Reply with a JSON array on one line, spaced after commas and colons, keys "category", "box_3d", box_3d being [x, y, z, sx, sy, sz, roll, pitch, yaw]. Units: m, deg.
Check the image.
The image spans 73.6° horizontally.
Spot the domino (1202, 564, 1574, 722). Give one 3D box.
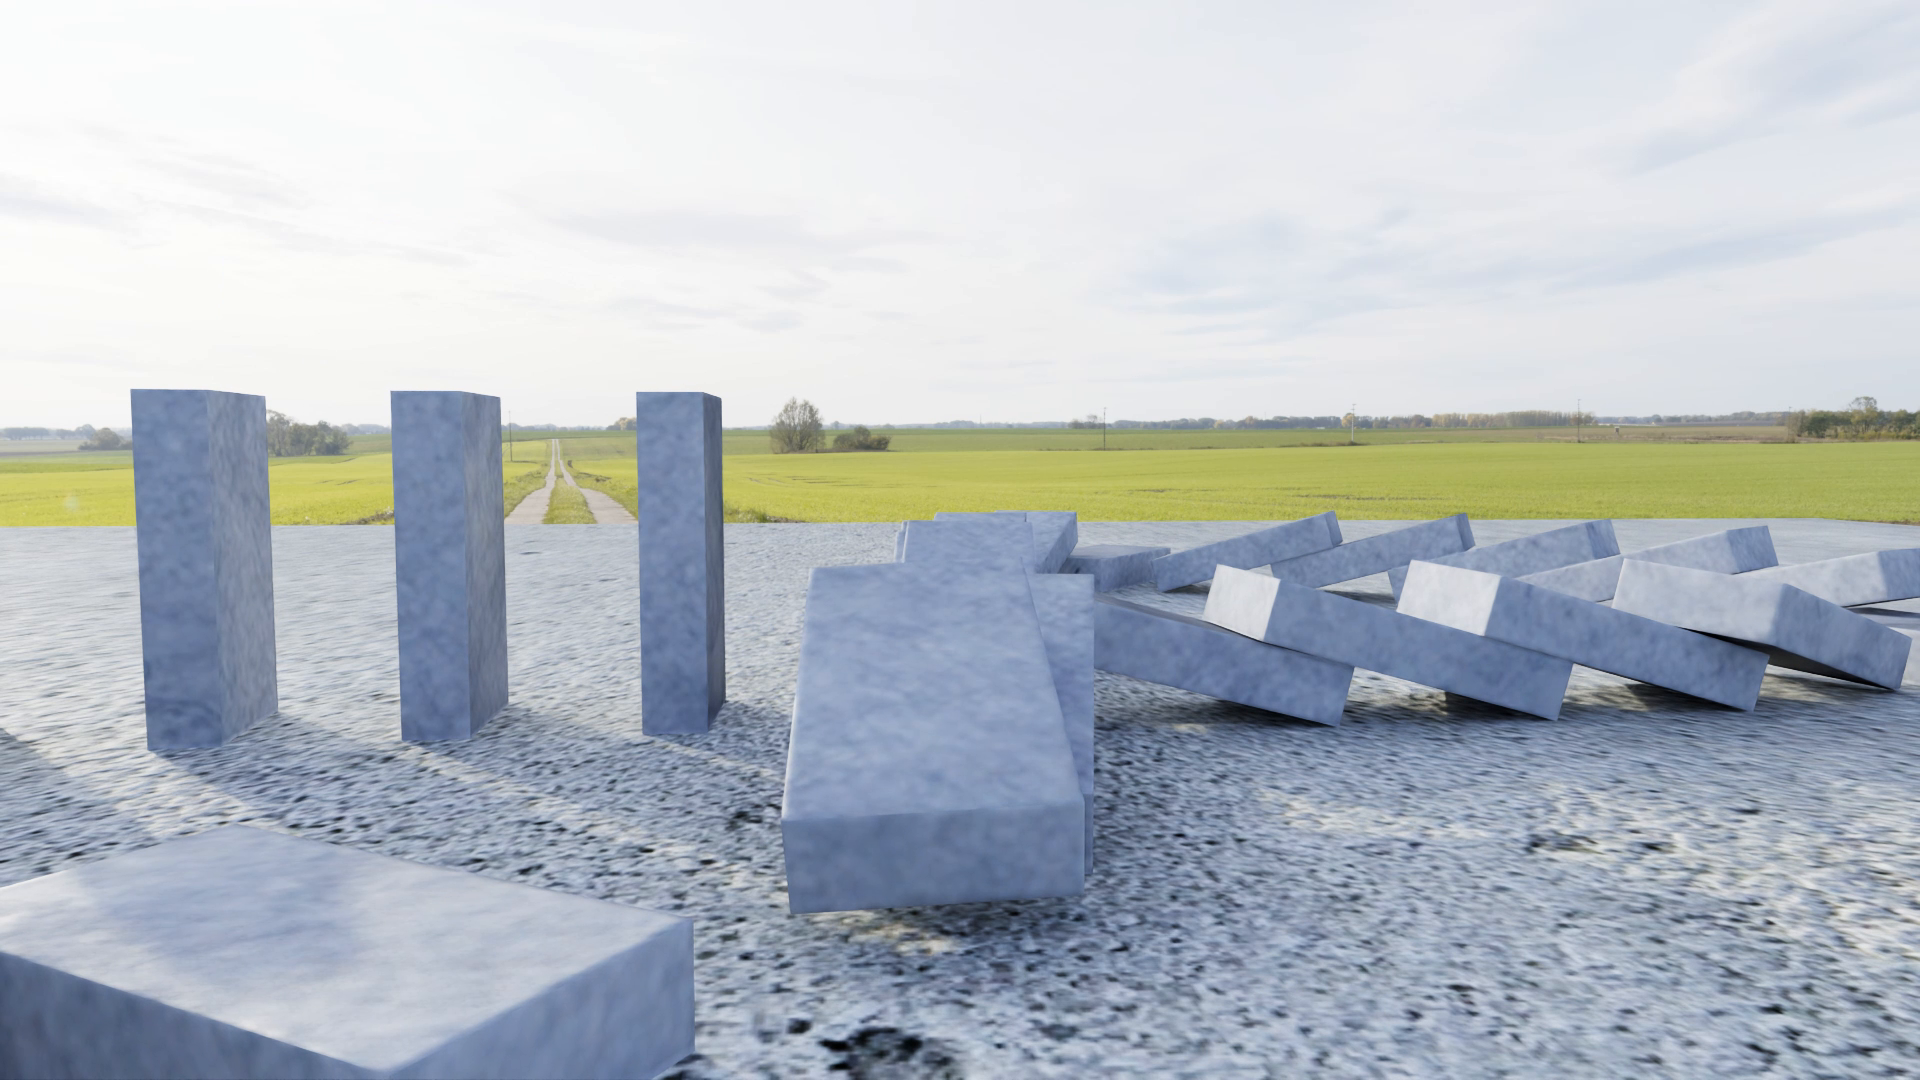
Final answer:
[{"category": "domino", "box_3d": [0.067, 0.016, 0.205, 0.050, 0.009, 0.025, 15, 1, -11]}]

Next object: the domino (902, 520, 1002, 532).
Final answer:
[{"category": "domino", "box_3d": [-0.002, 0.009, 0.298, 0.025, 0.009, 0.050, 0, 21, 0]}]

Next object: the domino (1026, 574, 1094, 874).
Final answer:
[{"category": "domino", "box_3d": [0.003, 0.019, 0.149, 0.025, 0.009, 0.050, 0, 24, 6]}]

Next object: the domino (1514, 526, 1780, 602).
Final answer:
[{"category": "domino", "box_3d": [0.162, 0.008, 0.305, 0.025, 0.009, 0.050, -4, -11, -40]}]

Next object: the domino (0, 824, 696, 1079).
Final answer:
[{"category": "domino", "box_3d": [-0.047, 0.031, 0.090, 0.050, 0.009, 0.025, 2, 5, 27]}]

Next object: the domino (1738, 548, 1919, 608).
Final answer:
[{"category": "domino", "box_3d": [0.176, 0.011, 0.273, 0.025, 0.010, 0.050, -2, -10, -29]}]

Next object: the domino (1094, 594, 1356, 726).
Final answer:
[{"category": "domino", "box_3d": [0.032, 0.017, 0.200, 0.050, 0.009, 0.025, 14, 2, -11]}]

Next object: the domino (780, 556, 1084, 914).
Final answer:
[{"category": "domino", "box_3d": [-0.004, 0.017, 0.130, 0.025, 0.010, 0.050, -3, 23, -2]}]

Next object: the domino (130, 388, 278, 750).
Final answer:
[{"category": "domino", "box_3d": [-0.111, 0.003, 0.190, 0.009, 0.050, 0.025, -1, 4, -12]}]

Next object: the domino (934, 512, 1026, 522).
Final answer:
[{"category": "domino", "box_3d": [0.003, 0.006, 0.332, 0.025, 0.009, 0.050, 0, 21, 7]}]

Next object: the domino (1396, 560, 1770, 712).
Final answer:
[{"category": "domino", "box_3d": [0.101, 0.015, 0.210, 0.050, 0.009, 0.025, 15, 1, -12]}]

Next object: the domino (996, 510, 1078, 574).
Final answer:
[{"category": "domino", "box_3d": [0.016, 0.004, 0.365, 0.025, 0.009, 0.050, 1, 20, 17]}]

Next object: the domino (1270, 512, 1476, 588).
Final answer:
[{"category": "domino", "box_3d": [0.114, 0.004, 0.355, 0.050, 0.009, 0.025, -17, -4, 28]}]

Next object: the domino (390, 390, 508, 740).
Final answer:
[{"category": "domino", "box_3d": [-0.077, 0.003, 0.195, 0.009, 0.050, 0.025, -1, 4, -7]}]

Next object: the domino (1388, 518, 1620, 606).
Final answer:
[{"category": "domino", "box_3d": [0.140, 0.006, 0.332, 0.050, 0.009, 0.025, -18, -8, 39]}]

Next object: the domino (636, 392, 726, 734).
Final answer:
[{"category": "domino", "box_3d": [-0.043, 0.003, 0.199, 0.009, 0.050, 0.025, 0, 4, -4]}]

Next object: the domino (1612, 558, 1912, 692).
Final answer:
[{"category": "domino", "box_3d": [0.136, 0.015, 0.217, 0.050, 0.009, 0.025, 15, 0, -34]}]

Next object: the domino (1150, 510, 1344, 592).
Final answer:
[{"category": "domino", "box_3d": [0.083, 0.003, 0.369, 0.050, 0.010, 0.025, -16, -2, 23]}]

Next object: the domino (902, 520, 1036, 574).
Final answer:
[{"category": "domino", "box_3d": [0.001, 0.011, 0.237, 0.025, 0.010, 0.050, 1, 25, 1]}]

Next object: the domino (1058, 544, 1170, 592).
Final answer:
[{"category": "domino", "box_3d": [0.043, 0.008, 0.395, 0.025, 0.009, 0.050, 3, 5, 33]}]

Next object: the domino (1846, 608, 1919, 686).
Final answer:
[{"category": "domino", "box_3d": [0.180, 0.020, 0.233, 0.025, 0.009, 0.050, -1, 4, -18]}]

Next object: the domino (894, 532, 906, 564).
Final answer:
[{"category": "domino", "box_3d": [-0.001, 0.011, 0.264, 0.025, 0.009, 0.050, 0, 21, -1]}]
